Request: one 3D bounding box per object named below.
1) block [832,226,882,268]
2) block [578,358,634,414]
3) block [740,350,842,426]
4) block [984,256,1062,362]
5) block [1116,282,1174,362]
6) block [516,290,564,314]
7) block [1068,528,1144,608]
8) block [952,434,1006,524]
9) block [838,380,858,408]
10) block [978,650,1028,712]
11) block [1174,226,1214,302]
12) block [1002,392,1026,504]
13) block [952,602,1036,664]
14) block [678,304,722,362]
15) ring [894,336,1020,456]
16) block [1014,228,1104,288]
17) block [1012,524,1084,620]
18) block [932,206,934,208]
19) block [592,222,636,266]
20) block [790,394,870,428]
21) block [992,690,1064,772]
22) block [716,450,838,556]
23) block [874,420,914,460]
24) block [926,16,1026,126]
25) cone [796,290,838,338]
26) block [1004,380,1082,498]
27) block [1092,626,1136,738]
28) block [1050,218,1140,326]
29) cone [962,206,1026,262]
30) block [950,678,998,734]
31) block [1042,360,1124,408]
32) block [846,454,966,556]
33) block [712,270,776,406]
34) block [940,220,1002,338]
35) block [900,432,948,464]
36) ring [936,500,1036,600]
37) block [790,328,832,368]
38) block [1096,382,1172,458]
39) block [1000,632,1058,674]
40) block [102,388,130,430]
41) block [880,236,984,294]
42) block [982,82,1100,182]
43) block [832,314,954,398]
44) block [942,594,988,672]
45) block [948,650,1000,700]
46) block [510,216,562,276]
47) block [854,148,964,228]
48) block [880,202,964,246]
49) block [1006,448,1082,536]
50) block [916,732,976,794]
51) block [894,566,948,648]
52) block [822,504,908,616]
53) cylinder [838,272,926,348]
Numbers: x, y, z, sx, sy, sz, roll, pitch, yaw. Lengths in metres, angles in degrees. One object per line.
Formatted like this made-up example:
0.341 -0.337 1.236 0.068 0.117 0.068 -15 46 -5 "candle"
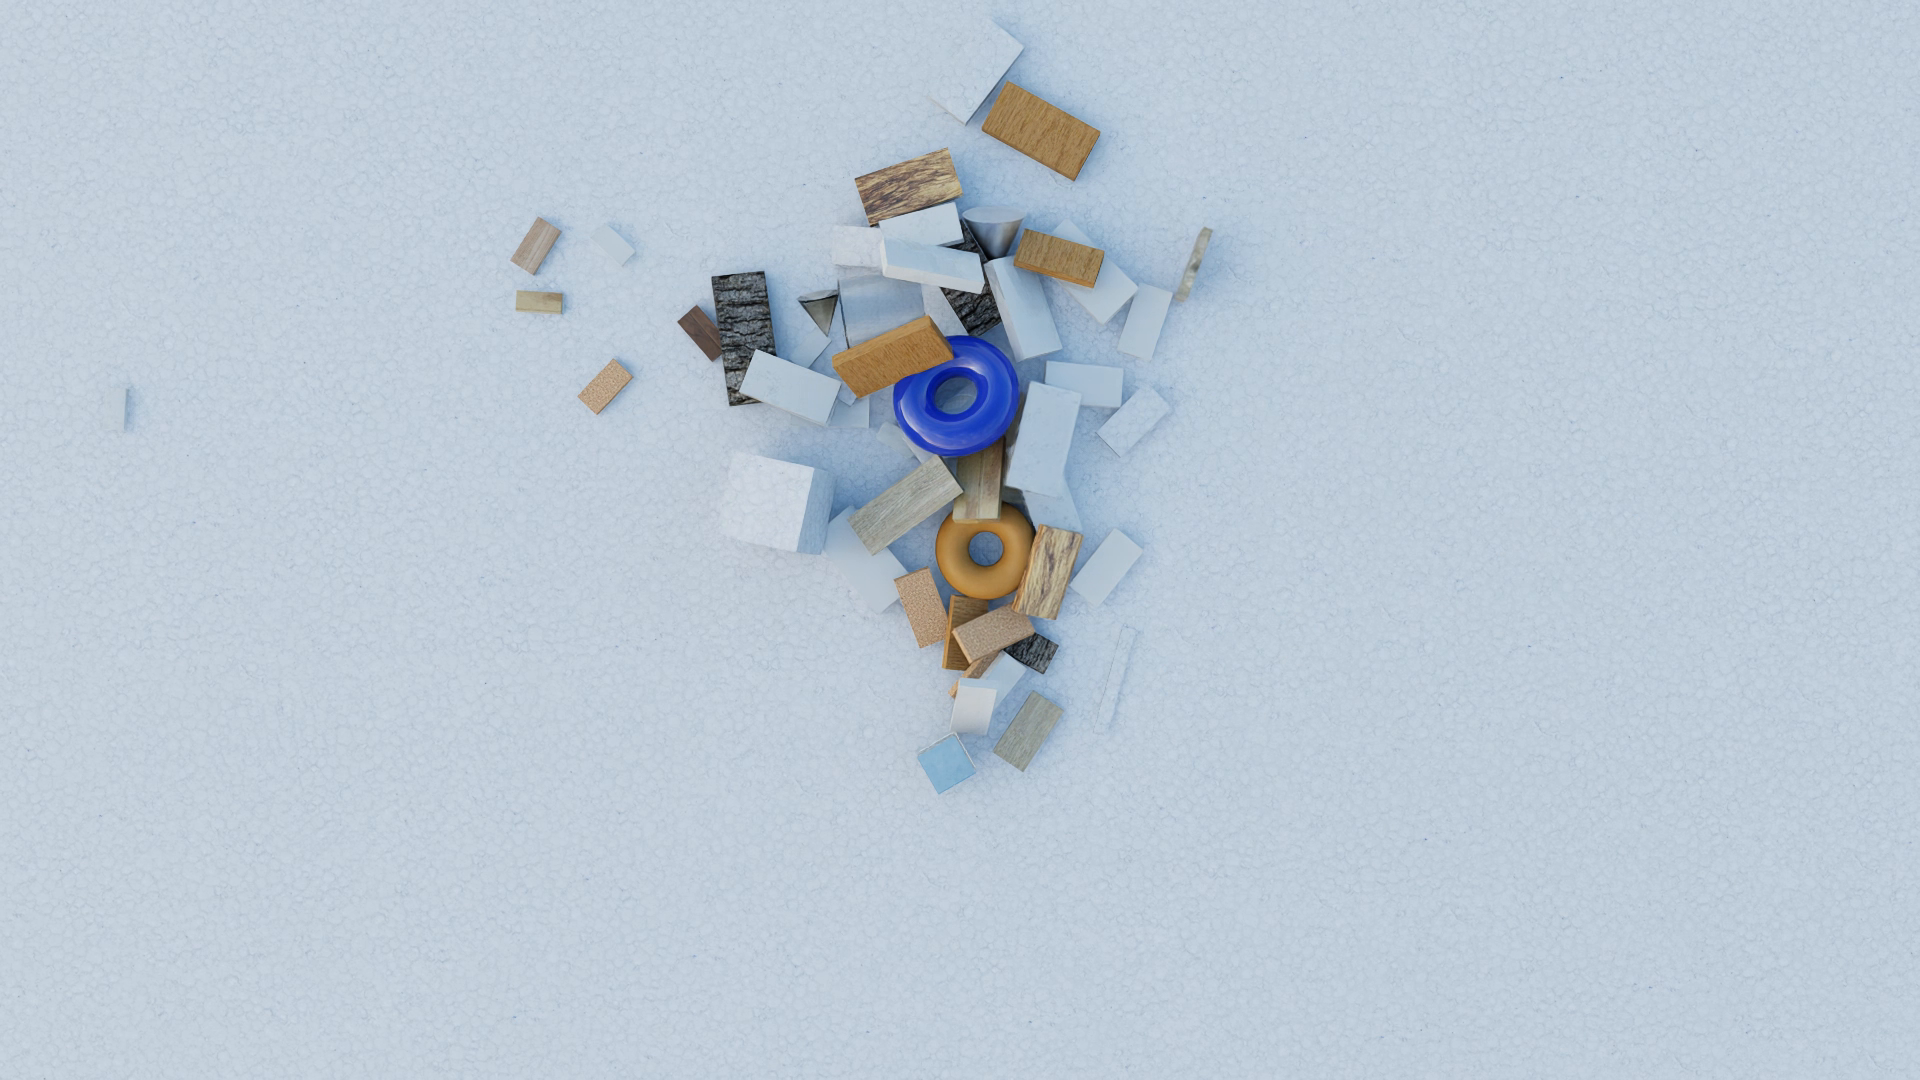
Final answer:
-0.294 -0.966 5.449 0.256 0.036 0.128 6 98 11 "block"
-1.180 -0.510 5.488 0.087 0.025 0.175 44 90 0 "block"
-0.555 -0.500 5.414 0.301 0.043 0.150 21 85 -1 "block"
0.208 -0.768 5.431 0.169 0.048 0.338 -19 90 -36 "block"
0.613 -0.725 5.483 0.118 0.033 0.236 18 90 0 "block"
-1.400 -0.791 5.490 0.151 0.020 0.069 4 90 0 "block"
0.485 0.092 5.483 0.122 0.035 0.245 39 90 0 "block"
0.064 -0.202 5.411 0.150 0.042 0.300 -1 69 15 "block"
-0.353 -0.517 5.454 0.070 0.020 0.140 31 85 3 "block"
0.115 0.478 5.454 0.107 0.030 0.214 38 91 -32 "block"
0.770 -0.907 5.441 0.033 0.118 0.236 21 90 0 "block"
0.210 -0.303 5.482 0.130 0.037 0.366 8 90 0 "block"
0.111 0.301 5.420 0.245 0.035 0.122 -24 75 -21 "block"
-0.850 -0.687 5.488 0.087 0.025 0.175 -41 90 0 "block"
-0.014 -0.471 5.377 0.420 0.140 0.420 -3 71 10 "ring"
0.325 -0.923 5.405 0.273 0.036 0.128 17 67 5 "block"
0.289 0.105 5.418 0.150 0.043 0.301 12 103 -27 "block"
-0.163 -1.056 5.475 0.176 0.050 0.353 -31 90 0 "block"
-1.153 -0.983 5.490 0.139 0.020 0.069 43 90 0 "block"
-0.430 -0.441 5.482 0.260 0.037 0.130 2 90 0 "block"
0.226 0.635 5.483 0.122 0.035 0.245 34 90 0 "block"
-0.588 -0.116 5.338 0.273 0.273 0.273 12 90 12 "block"
-0.206 -0.333 5.490 0.140 0.020 0.070 33 90 0 "block"
0.053 -1.554 5.477 0.162 0.046 0.323 38 90 0 "block"
-0.453 -0.739 5.455 0.147 0.147 0.147 -11 109 0 "cone"
0.271 -0.327 5.394 0.175 0.050 0.350 14 87 -6 "block"
0.514 0.472 5.493 0.046 0.013 0.371 16 90 0 "block"
0.413 -0.886 5.459 0.169 0.048 0.337 -44 84 0 "block"
0.116 -0.973 5.453 0.212 0.212 0.212 -2 117 0 "cone"
0.044 0.545 5.395 0.122 0.245 0.035 6 46 -4 "block"
0.406 -0.515 5.461 0.260 0.037 0.130 5 89 -9 "block"
-0.178 -0.115 5.392 0.374 0.043 0.150 -35 90 12 "block"
-0.706 -0.666 5.460 0.175 0.050 0.427 -8 90 -10 "block"
0.022 -0.858 5.442 0.176 0.050 0.353 -33 101 0 "block"
-0.030 -0.375 5.444 0.300 0.042 0.150 -35 70 -4 "block"
0.086 0.029 5.444 0.337 0.112 0.337 0 90 0 "ring"
-0.497 -0.634 5.490 0.070 0.020 0.140 41 90 0 "block"
0.576 -0.399 5.483 0.236 0.033 0.118 -45 90 0 "block"
0.209 0.346 5.478 0.214 0.030 0.107 29 82 0 "block"
-2.810 -0.436 5.490 0.069 0.020 0.139 4 90 0 "block"
-0.090 -0.883 5.294 0.323 0.162 0.046 8 132 -16 "block"
0.269 -1.357 5.475 0.353 0.050 0.176 29 90 0 "block"
-0.216 -0.588 5.312 0.350 0.175 0.050 -21 51 15 "block"
0.017 0.310 5.460 0.122 0.035 0.245 7 90 -23 "block"
0.068 0.456 5.459 0.107 0.030 0.214 40 90 -32 "block"
-1.410 -0.978 5.488 0.087 0.025 0.175 33 90 0 "block"
-0.168 -1.160 5.427 0.323 0.046 0.162 -19 90 0 "block"
-0.125 -1.004 5.372 0.256 0.036 0.128 -14 79 4 "block"
0.278 -0.167 5.444 0.150 0.042 0.335 -19 93 -7 "block"
-0.044 0.732 5.430 0.140 0.140 0.140 -30 90 0 "block"
-0.119 0.223 5.452 0.122 0.035 0.245 -21 102 -4 "block"
-0.316 0.065 5.476 0.169 0.048 0.338 -39 90 0 "block"
-0.247 -0.739 5.369 0.263 0.263 0.263 -9 90 0 "cylinder"
